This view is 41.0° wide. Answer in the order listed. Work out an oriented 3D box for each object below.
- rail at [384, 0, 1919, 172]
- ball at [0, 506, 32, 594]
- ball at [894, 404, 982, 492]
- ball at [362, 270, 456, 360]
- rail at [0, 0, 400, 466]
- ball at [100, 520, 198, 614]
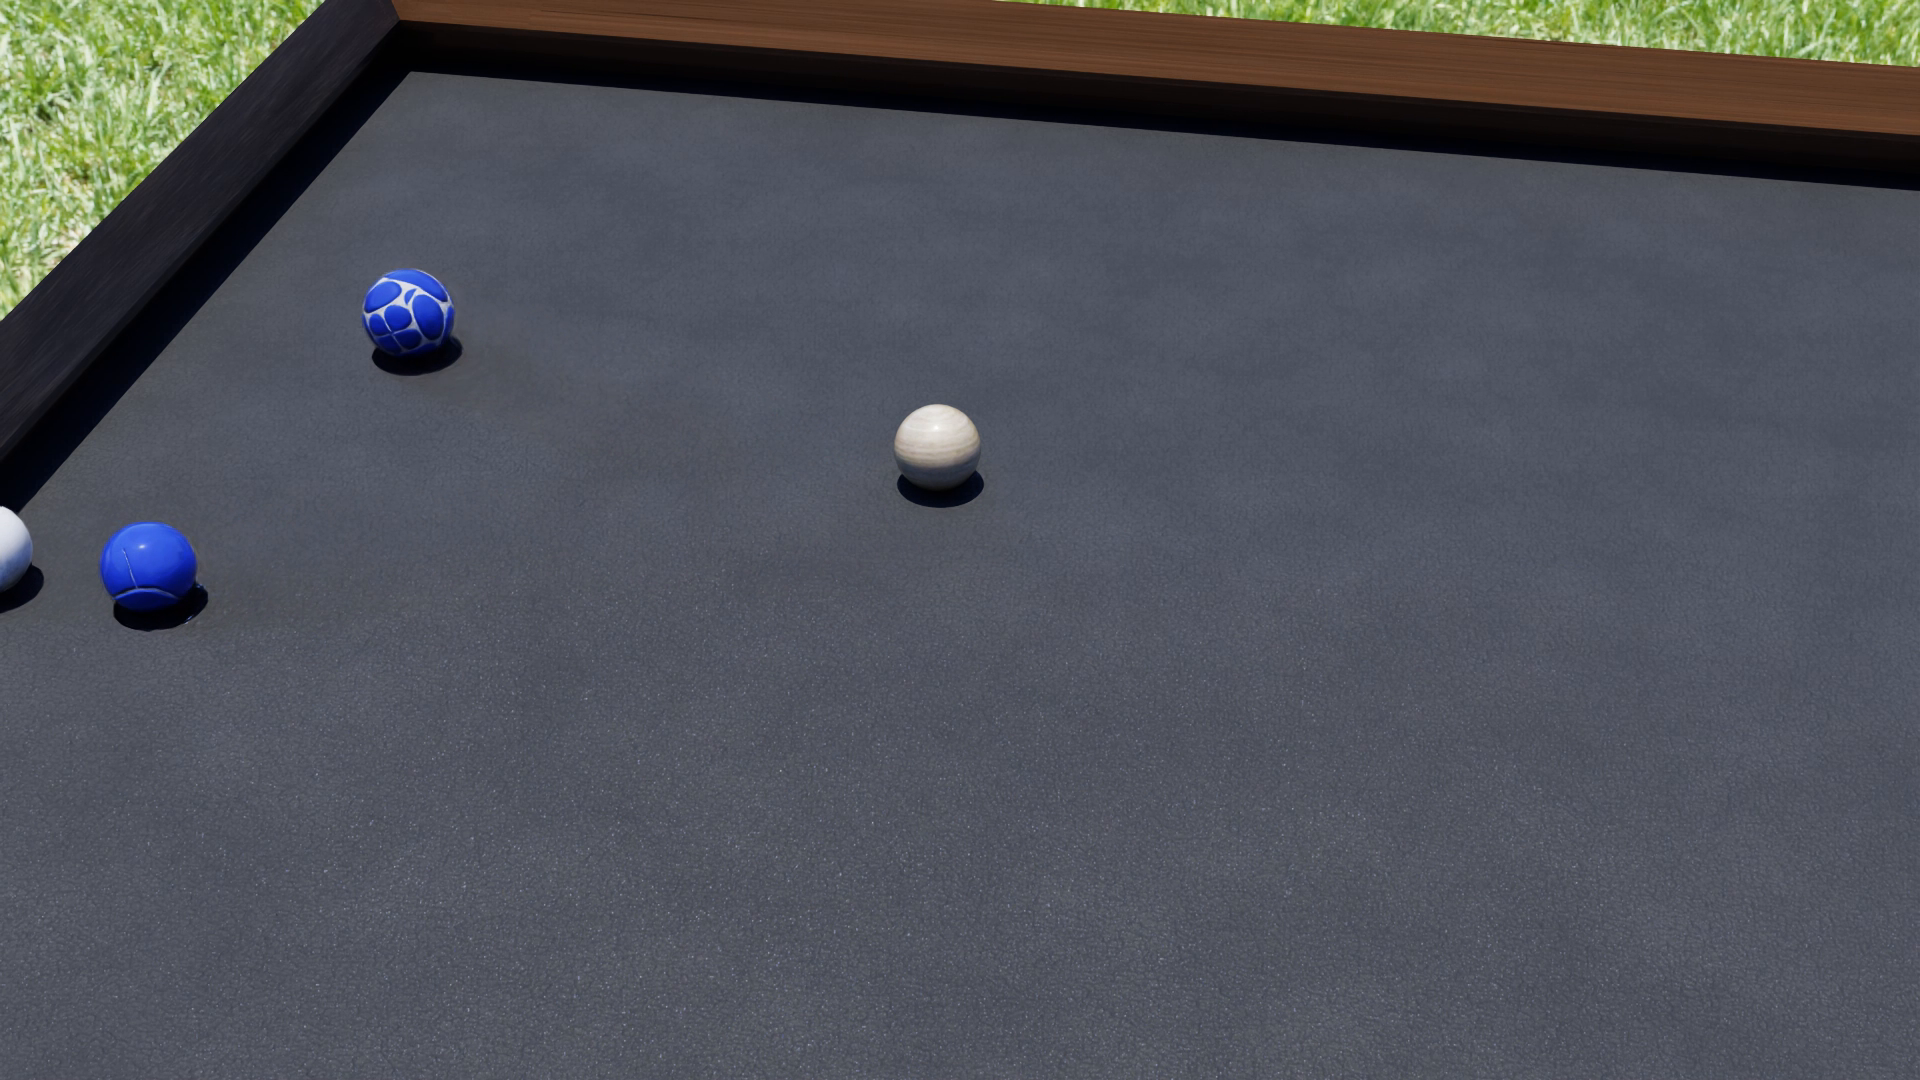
[{"bbox_3d":[0.962,-0.407,2.549,3.270,0.112,0.045,6,35,9],"label":"rail"},{"bbox_3d":[-0.753,0.007,1.974,0.074,0.074,0.074,0,34,0],"label":"ball"},{"bbox_3d":[-0.018,-0.075,2.097,0.072,0.072,0.072,0,34,0],"label":"ball"},{"bbox_3d":[-0.488,-0.200,2.274,0.080,0.080,0.080,0,34,0],"label":"ball"},{"bbox_3d":[-0.780,-0.098,2.094,0.045,0.112,1.768,6,35,9],"label":"rail"},{"bbox_3d":[-0.619,0.021,1.957,0.071,0.071,0.071,0,34,0],"label":"ball"}]
